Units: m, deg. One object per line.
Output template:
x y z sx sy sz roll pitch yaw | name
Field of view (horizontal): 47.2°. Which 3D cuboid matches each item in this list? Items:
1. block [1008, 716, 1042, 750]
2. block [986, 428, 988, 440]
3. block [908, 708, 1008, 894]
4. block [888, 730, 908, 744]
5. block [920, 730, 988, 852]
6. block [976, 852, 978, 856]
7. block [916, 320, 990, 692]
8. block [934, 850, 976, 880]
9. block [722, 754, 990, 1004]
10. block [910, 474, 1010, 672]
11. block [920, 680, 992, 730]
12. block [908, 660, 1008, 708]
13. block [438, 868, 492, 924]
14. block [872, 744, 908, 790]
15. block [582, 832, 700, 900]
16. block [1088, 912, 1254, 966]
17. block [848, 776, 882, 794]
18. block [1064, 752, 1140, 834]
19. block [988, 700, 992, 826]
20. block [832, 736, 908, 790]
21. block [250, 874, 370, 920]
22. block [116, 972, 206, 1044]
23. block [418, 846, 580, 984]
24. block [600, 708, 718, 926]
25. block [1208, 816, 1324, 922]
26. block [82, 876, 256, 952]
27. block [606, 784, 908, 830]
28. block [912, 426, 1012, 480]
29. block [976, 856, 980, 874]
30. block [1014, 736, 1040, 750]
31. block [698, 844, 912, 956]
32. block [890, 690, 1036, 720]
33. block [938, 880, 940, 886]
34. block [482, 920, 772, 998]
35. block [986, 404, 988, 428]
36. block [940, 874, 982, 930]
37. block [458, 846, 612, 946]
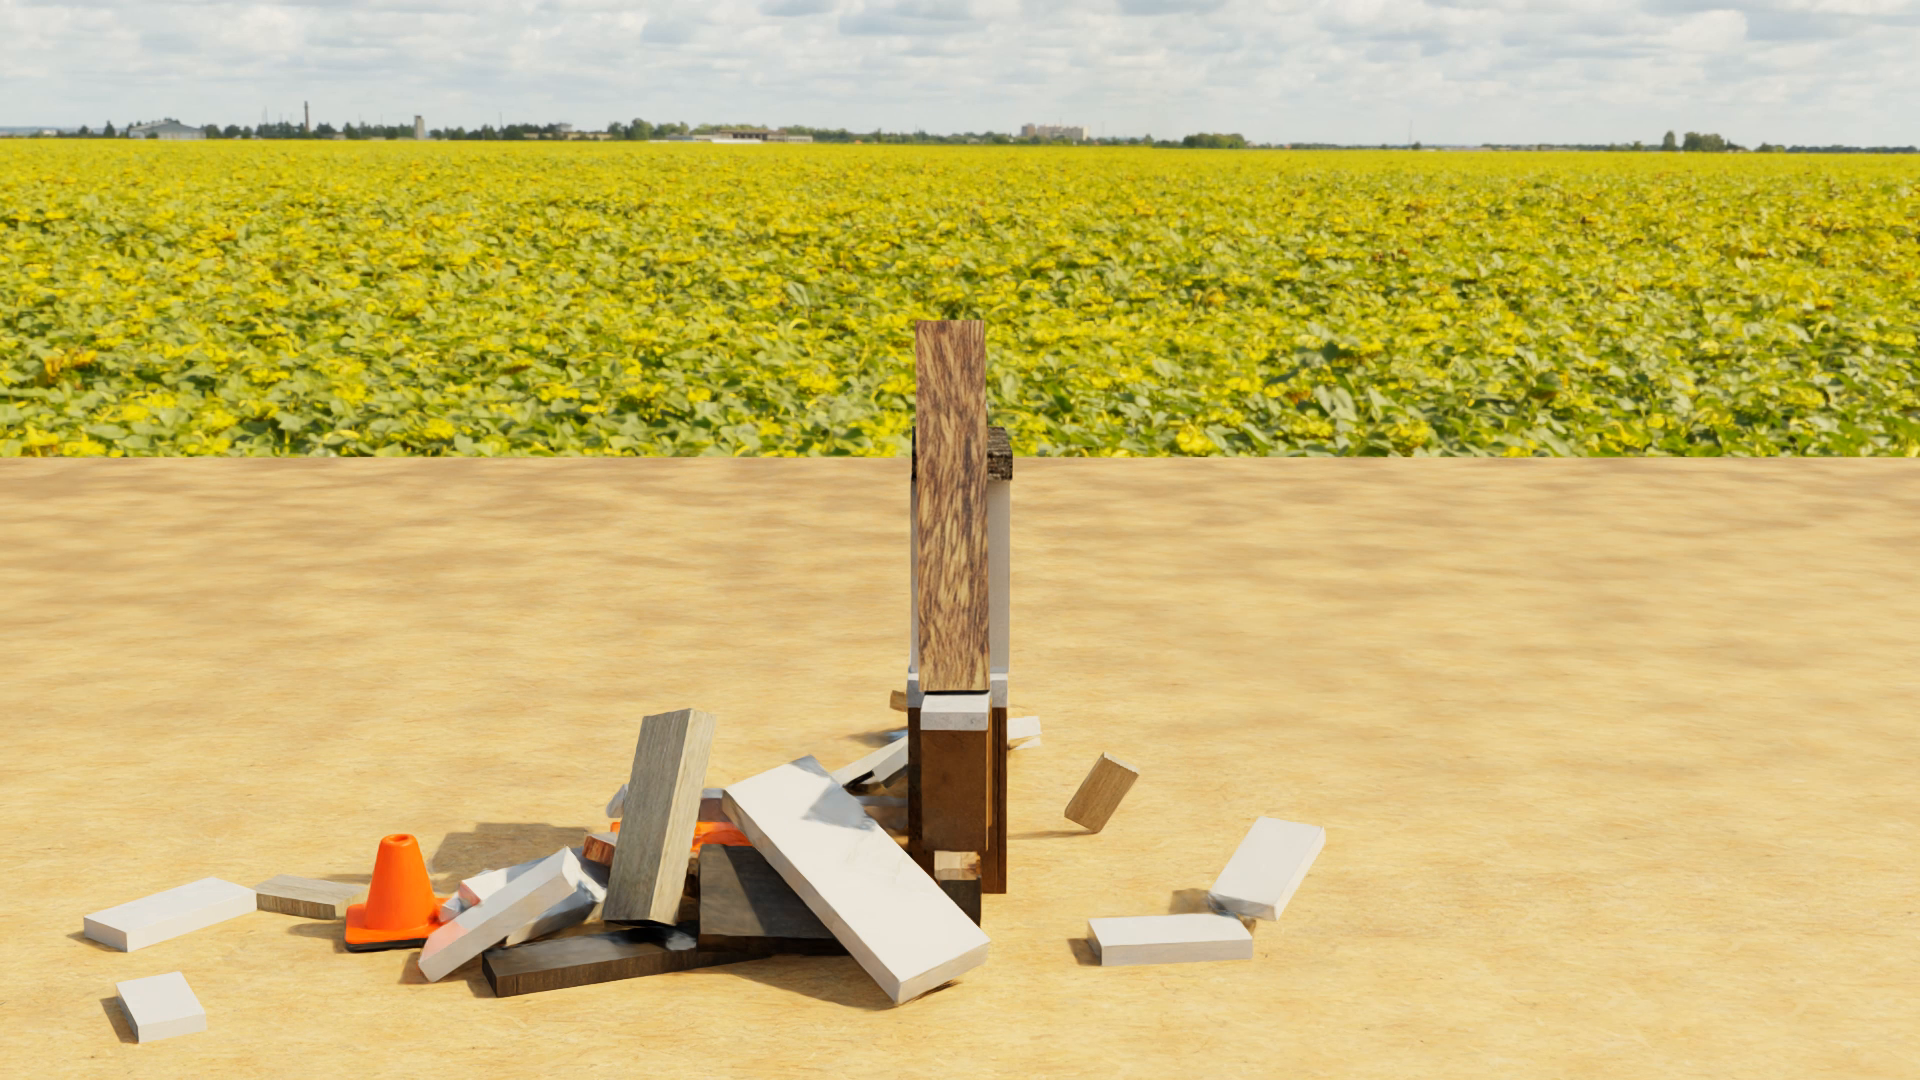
0.007 0.404 4.402 0.281 0.040 0.140 -6 -15 -28 | block
-0.007 -0.199 3.763 0.104 0.029 0.208 0 10 -1 | block
-0.004 0.425 3.663 0.163 0.327 0.046 0 10 0 | block
-0.077 0.419 4.535 0.073 0.021 0.146 -8 13 -37 | block
-0.008 0.384 3.433 0.102 0.203 0.029 1 10 6 | block
-0.003 0.539 3.600 0.062 0.124 0.018 0 11 -1 | block
-0.012 -0.056 3.502 0.112 0.590 0.032 -1 -5 -1 | block
-0.007 0.499 3.418 0.063 0.018 0.126 -1 11 -1 | block
-0.166 0.510 3.364 0.166 0.047 0.475 -19 43 -34 | block
0.000 0.055 3.614 0.162 0.324 0.046 0 10 0 | block
-0.005 0.259 3.468 0.102 0.029 0.203 0 11 3 | block
-0.004 0.220 3.741 0.163 0.046 0.327 0 10 0 | block
-0.761 0.586 3.542 0.091 0.026 0.183 20 13 5 | block
-0.064 0.380 4.043 0.208 0.029 0.104 -35 -14 -4 | block
-0.415 0.549 3.564 0.401 0.036 0.127 15 4 28 | block
0.325 0.620 3.417 0.236 0.033 0.118 -1 11 -7 | block
-0.171 0.466 4.289 0.061 0.017 0.122 6 12 30 | block
0.254 0.454 3.955 0.073 0.146 0.021 27 24 -8 | block
0.000 0.360 3.567 0.102 0.205 0.029 1 10 4 | block
-0.165 0.426 4.165 0.208 0.029 0.104 -25 -11 -19 | block
-1.073 0.587 3.616 0.183 0.026 0.091 4 11 22 | block
-1.150 0.671 3.164 0.091 0.026 0.183 -6 12 -29 | block
-0.697 0.567 3.336 0.255 0.036 0.127 -33 12 0 | block
-0.474 0.437 3.458 0.047 0.331 0.166 20 -20 -31 | block
0.496 0.529 3.552 0.112 0.032 0.223 8 30 28 | block
-1.266 0.599 3.529 0.118 0.033 0.236 8 13 36 | block
-0.330 0.465 3.818 0.597 0.073 0.021 8 48 -36 | block
0.000 -0.147 3.689 0.162 0.046 0.324 0 10 -1 | block
0.000 0.562 3.474 0.063 0.126 0.018 -1 12 -4 | block
0.105 0.411 4.578 0.061 0.017 0.121 -7 12 -37 | block
-0.237 0.557 3.393 0.331 0.047 0.166 4 46 -10 | block
0.007 0.356 4.635 0.281 0.040 0.140 8 2 -38 | block
-0.004 0.556 3.511 0.062 0.124 0.018 0 17 2 | block
-0.507 0.631 3.355 0.421 0.033 0.118 -4 11 -22 | block
-0.011 -0.217 3.693 0.112 0.032 0.223 0 10 -1 | block
0.001 0.578 3.390 0.063 0.126 0.018 0 12 0 | block
-0.663 0.569 3.532 0.127 0.036 0.255 36 28 30 | block
